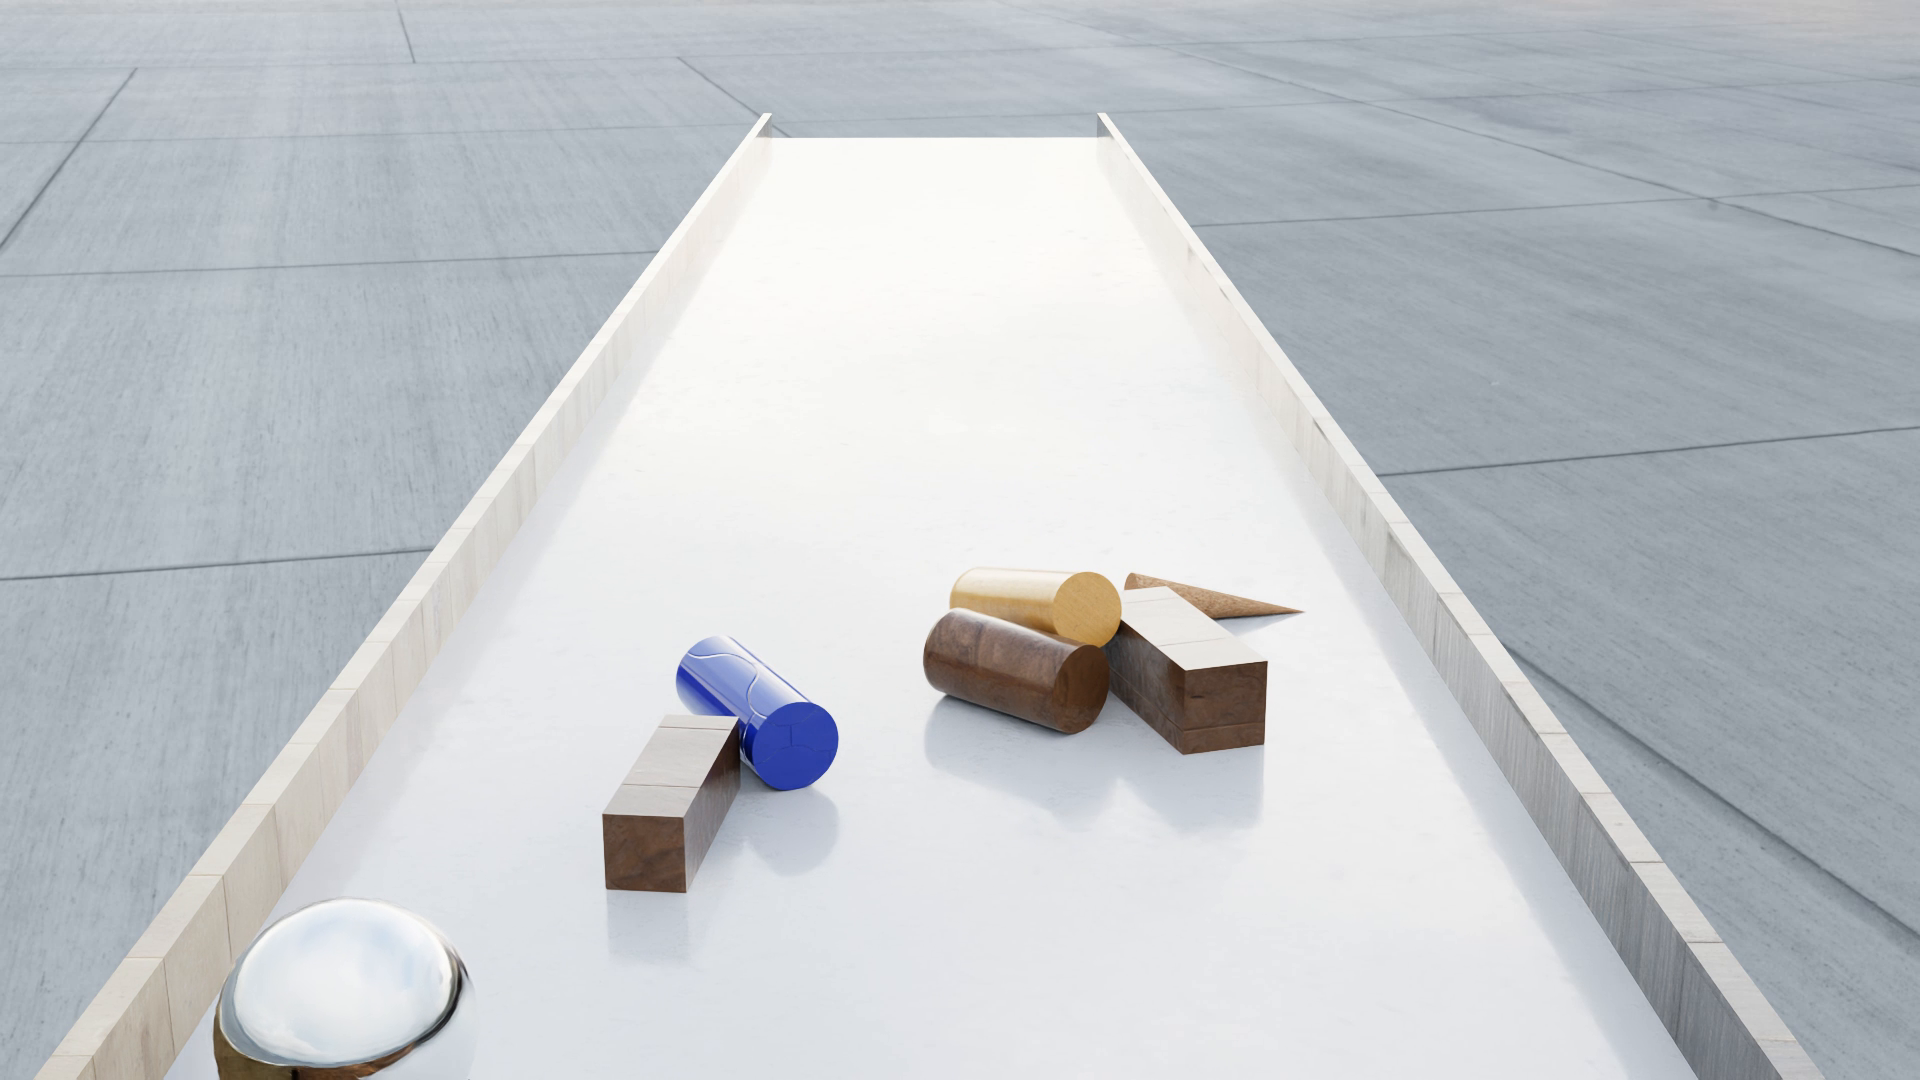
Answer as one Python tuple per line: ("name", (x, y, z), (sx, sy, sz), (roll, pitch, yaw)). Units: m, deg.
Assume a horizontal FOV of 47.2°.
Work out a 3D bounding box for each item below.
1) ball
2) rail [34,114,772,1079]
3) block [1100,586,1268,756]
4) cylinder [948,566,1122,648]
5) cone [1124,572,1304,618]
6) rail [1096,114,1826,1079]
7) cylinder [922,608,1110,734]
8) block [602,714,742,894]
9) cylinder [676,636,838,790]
("ball", (-0.745, 0.594, 2.678), (0.314, 0.314, 0.314), (0, 17, 0))
("rail", (-1.118, -0.838, 7.780), (0.050, 0.150, 12.000), (0, 17, -1))
("block", (0.403, 0.238, 4.143), (0.162, 0.162, 0.458), (-5, 17, -17))
("cylinder", (0.142, 0.131, 4.335), (0.149, 0.149, 0.456), (-8, 4, -25))
("cone", (0.551, 0.138, 4.664), (0.398, 0.110, 0.110), (5, 15, -13))
("rail", (0.932, -0.844, 7.801), (0.050, 0.150, 12.000), (0, 17, -1))
("cylinder", (0.104, 0.242, 4.120), (0.319, 0.168, 0.168), (15, 22, 40))
("block", (-0.464, 0.422, 3.584), (0.127, 0.127, 0.425), (2, 17, 6))
("cylinder", (-0.367, 0.303, 3.925), (0.160, 0.160, 0.385), (-8, 18, -26))
